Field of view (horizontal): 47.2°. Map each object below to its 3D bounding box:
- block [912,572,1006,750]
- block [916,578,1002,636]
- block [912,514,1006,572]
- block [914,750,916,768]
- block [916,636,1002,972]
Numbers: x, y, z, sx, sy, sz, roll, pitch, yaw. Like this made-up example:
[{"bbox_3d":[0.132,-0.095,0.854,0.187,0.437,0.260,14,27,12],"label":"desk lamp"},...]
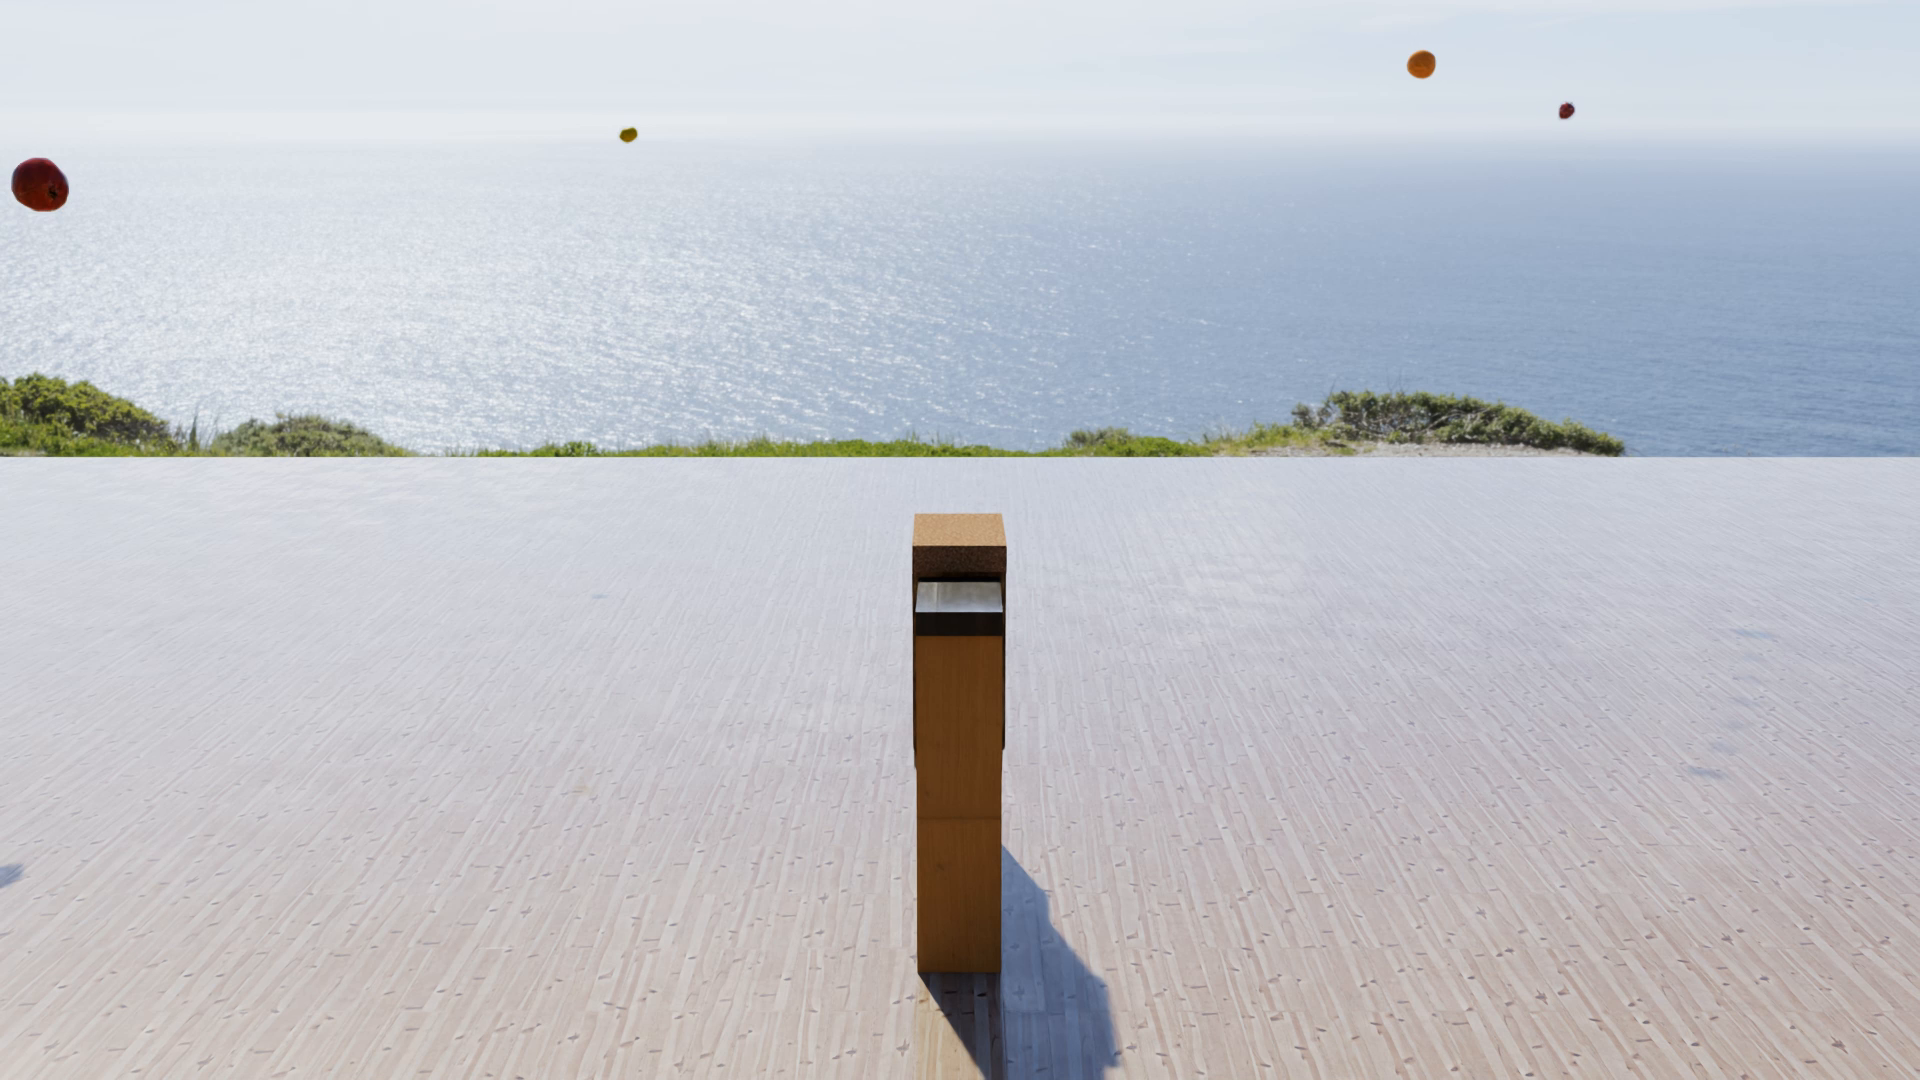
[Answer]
[{"bbox_3d":[-0.001,0.187,3.527,0.148,0.297,0.042,0,11,0],"label":"block"},{"bbox_3d":[-0.001,0.099,3.326,0.127,0.036,0.254,0,11,0],"label":"block"},{"bbox_3d":[-0.002,0.002,3.594,0.148,0.042,0.297,0,11,0],"label":"block"},{"bbox_3d":[-0.004,0.195,3.731,0.148,0.387,0.042,0,11,0],"label":"block"},{"bbox_3d":[-0.001,0.391,3.295,0.127,0.527,0.036,0,11,0],"label":"block"}]
